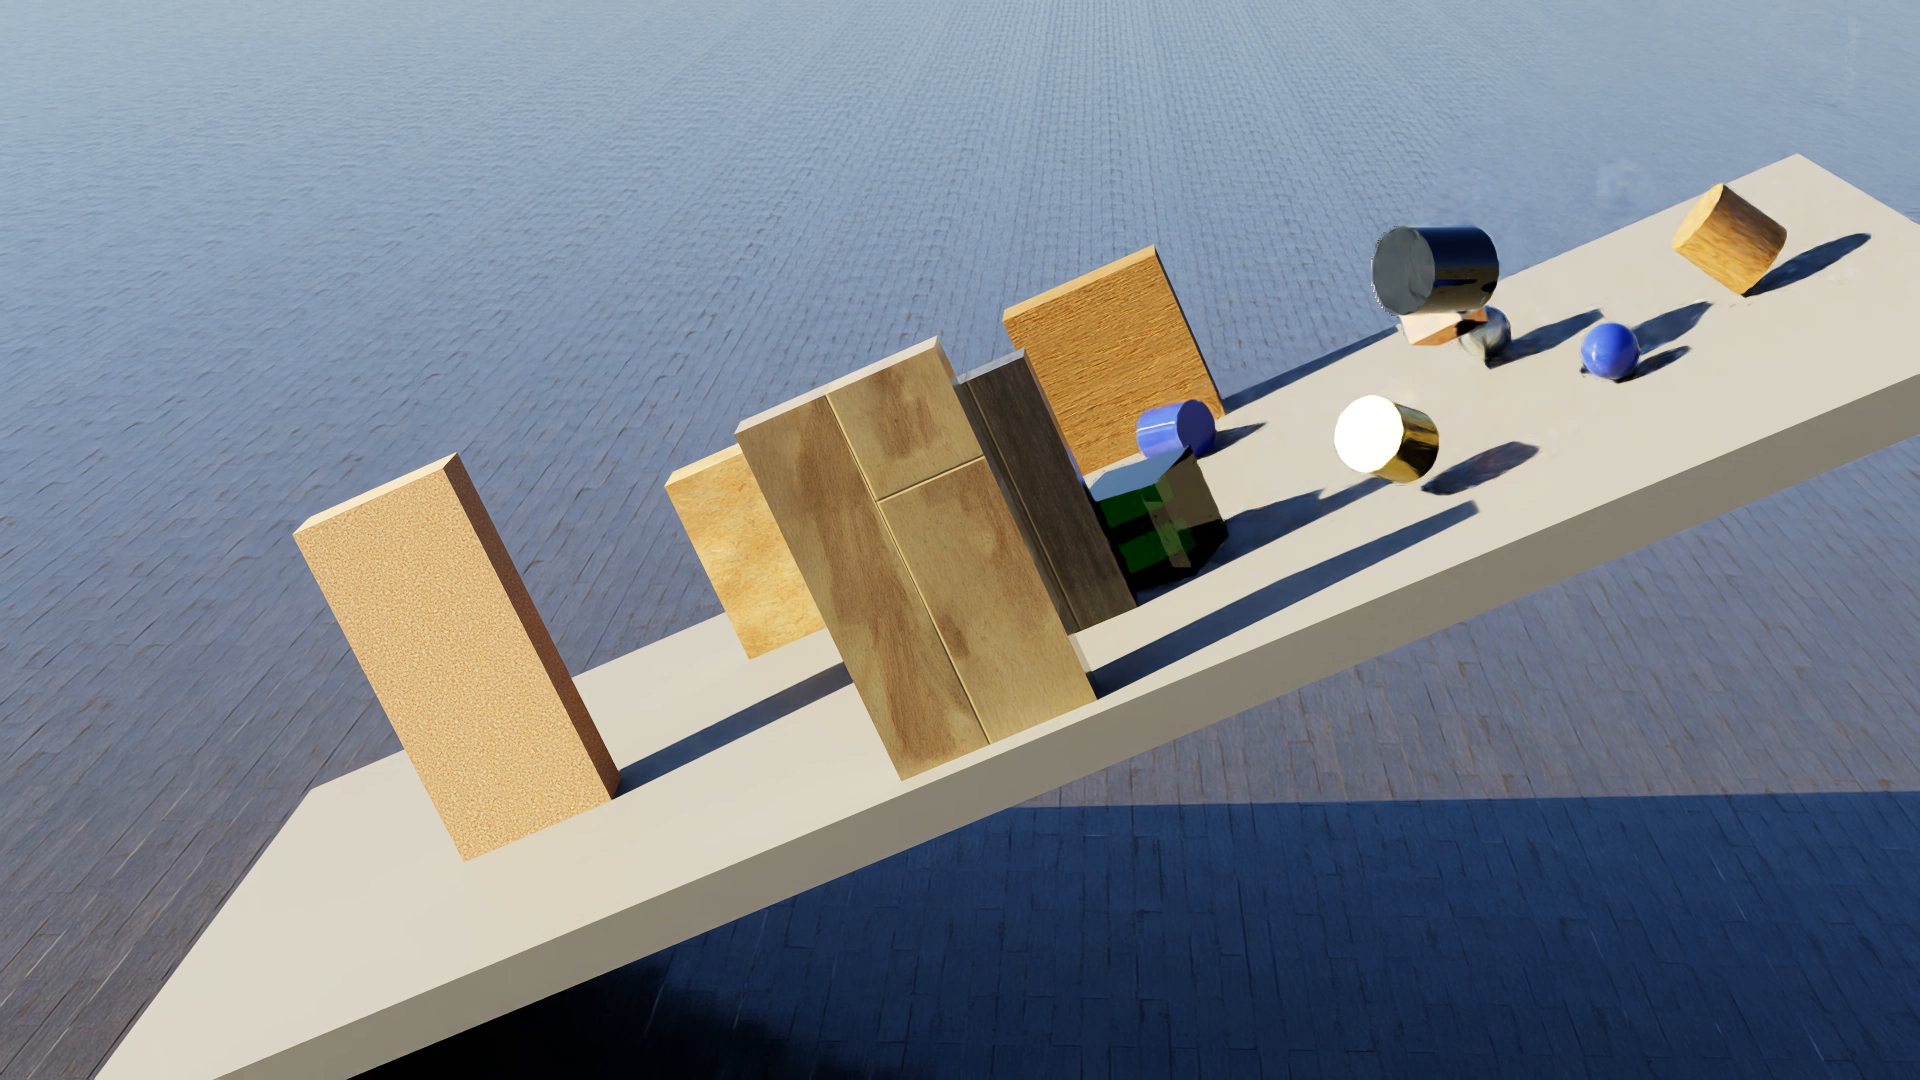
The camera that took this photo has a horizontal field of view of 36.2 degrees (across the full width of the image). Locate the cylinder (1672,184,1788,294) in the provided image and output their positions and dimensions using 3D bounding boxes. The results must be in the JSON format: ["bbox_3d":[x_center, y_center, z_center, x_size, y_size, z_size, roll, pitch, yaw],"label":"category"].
[{"bbox_3d":[1.562,-0.611,5.973,0.162,0.162,0.162,34,15,-5],"label":"cylinder"}]

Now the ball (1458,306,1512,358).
[{"bbox_3d":[1.140,-0.452,6.398,0.116,0.116,0.116,0,15,0],"label":"ball"}]

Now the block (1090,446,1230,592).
[{"bbox_3d":[0.384,-0.035,5.947,0.204,0.204,0.204,-17,15,31],"label":"block"}]

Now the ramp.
[{"bbox_3d":[0.133,0.170,6.284,4.000,0.100,2.000,-23,13,9],"label":"ramp"}]

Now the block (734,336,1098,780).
[{"bbox_3d":[-0.075,0.038,5.352,0.393,0.716,0.102,-23,13,9],"label":"block"}]

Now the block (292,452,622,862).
[{"bbox_3d":[-1.048,0.249,6.172,0.350,0.784,0.139,-23,13,9],"label":"block"}]

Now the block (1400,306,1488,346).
[{"bbox_3d":[1.029,-0.504,6.317,0.130,0.130,0.130,-26,-14,34],"label":"block"}]

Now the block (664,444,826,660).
[{"bbox_3d":[-0.435,0.000,6.777,0.310,0.451,0.138,-23,13,9],"label":"block"}]

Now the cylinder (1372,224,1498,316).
[{"bbox_3d":[0.959,-0.545,5.930,0.178,0.178,0.178,-5,16,-35],"label":"cylinder"}]

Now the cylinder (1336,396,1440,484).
[{"bbox_3d":[0.818,-0.191,5.625,0.145,0.145,0.145,13,0,39],"label":"cylinder"}]

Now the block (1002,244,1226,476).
[{"bbox_3d":[0.369,-0.426,7.039,0.392,0.422,0.141,-23,13,9],"label":"block"}]

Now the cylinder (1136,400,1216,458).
[{"bbox_3d":[0.496,-0.248,6.756,0.129,0.129,0.129,-14,2,-42],"label":"cylinder"}]

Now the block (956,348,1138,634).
[{"bbox_3d":[0.109,-0.067,5.802,0.283,0.551,0.089,-23,13,9],"label":"block"}]

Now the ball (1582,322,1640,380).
[{"bbox_3d":[1.283,-0.373,5.798,0.113,0.113,0.113,0,15,0],"label":"ball"}]
